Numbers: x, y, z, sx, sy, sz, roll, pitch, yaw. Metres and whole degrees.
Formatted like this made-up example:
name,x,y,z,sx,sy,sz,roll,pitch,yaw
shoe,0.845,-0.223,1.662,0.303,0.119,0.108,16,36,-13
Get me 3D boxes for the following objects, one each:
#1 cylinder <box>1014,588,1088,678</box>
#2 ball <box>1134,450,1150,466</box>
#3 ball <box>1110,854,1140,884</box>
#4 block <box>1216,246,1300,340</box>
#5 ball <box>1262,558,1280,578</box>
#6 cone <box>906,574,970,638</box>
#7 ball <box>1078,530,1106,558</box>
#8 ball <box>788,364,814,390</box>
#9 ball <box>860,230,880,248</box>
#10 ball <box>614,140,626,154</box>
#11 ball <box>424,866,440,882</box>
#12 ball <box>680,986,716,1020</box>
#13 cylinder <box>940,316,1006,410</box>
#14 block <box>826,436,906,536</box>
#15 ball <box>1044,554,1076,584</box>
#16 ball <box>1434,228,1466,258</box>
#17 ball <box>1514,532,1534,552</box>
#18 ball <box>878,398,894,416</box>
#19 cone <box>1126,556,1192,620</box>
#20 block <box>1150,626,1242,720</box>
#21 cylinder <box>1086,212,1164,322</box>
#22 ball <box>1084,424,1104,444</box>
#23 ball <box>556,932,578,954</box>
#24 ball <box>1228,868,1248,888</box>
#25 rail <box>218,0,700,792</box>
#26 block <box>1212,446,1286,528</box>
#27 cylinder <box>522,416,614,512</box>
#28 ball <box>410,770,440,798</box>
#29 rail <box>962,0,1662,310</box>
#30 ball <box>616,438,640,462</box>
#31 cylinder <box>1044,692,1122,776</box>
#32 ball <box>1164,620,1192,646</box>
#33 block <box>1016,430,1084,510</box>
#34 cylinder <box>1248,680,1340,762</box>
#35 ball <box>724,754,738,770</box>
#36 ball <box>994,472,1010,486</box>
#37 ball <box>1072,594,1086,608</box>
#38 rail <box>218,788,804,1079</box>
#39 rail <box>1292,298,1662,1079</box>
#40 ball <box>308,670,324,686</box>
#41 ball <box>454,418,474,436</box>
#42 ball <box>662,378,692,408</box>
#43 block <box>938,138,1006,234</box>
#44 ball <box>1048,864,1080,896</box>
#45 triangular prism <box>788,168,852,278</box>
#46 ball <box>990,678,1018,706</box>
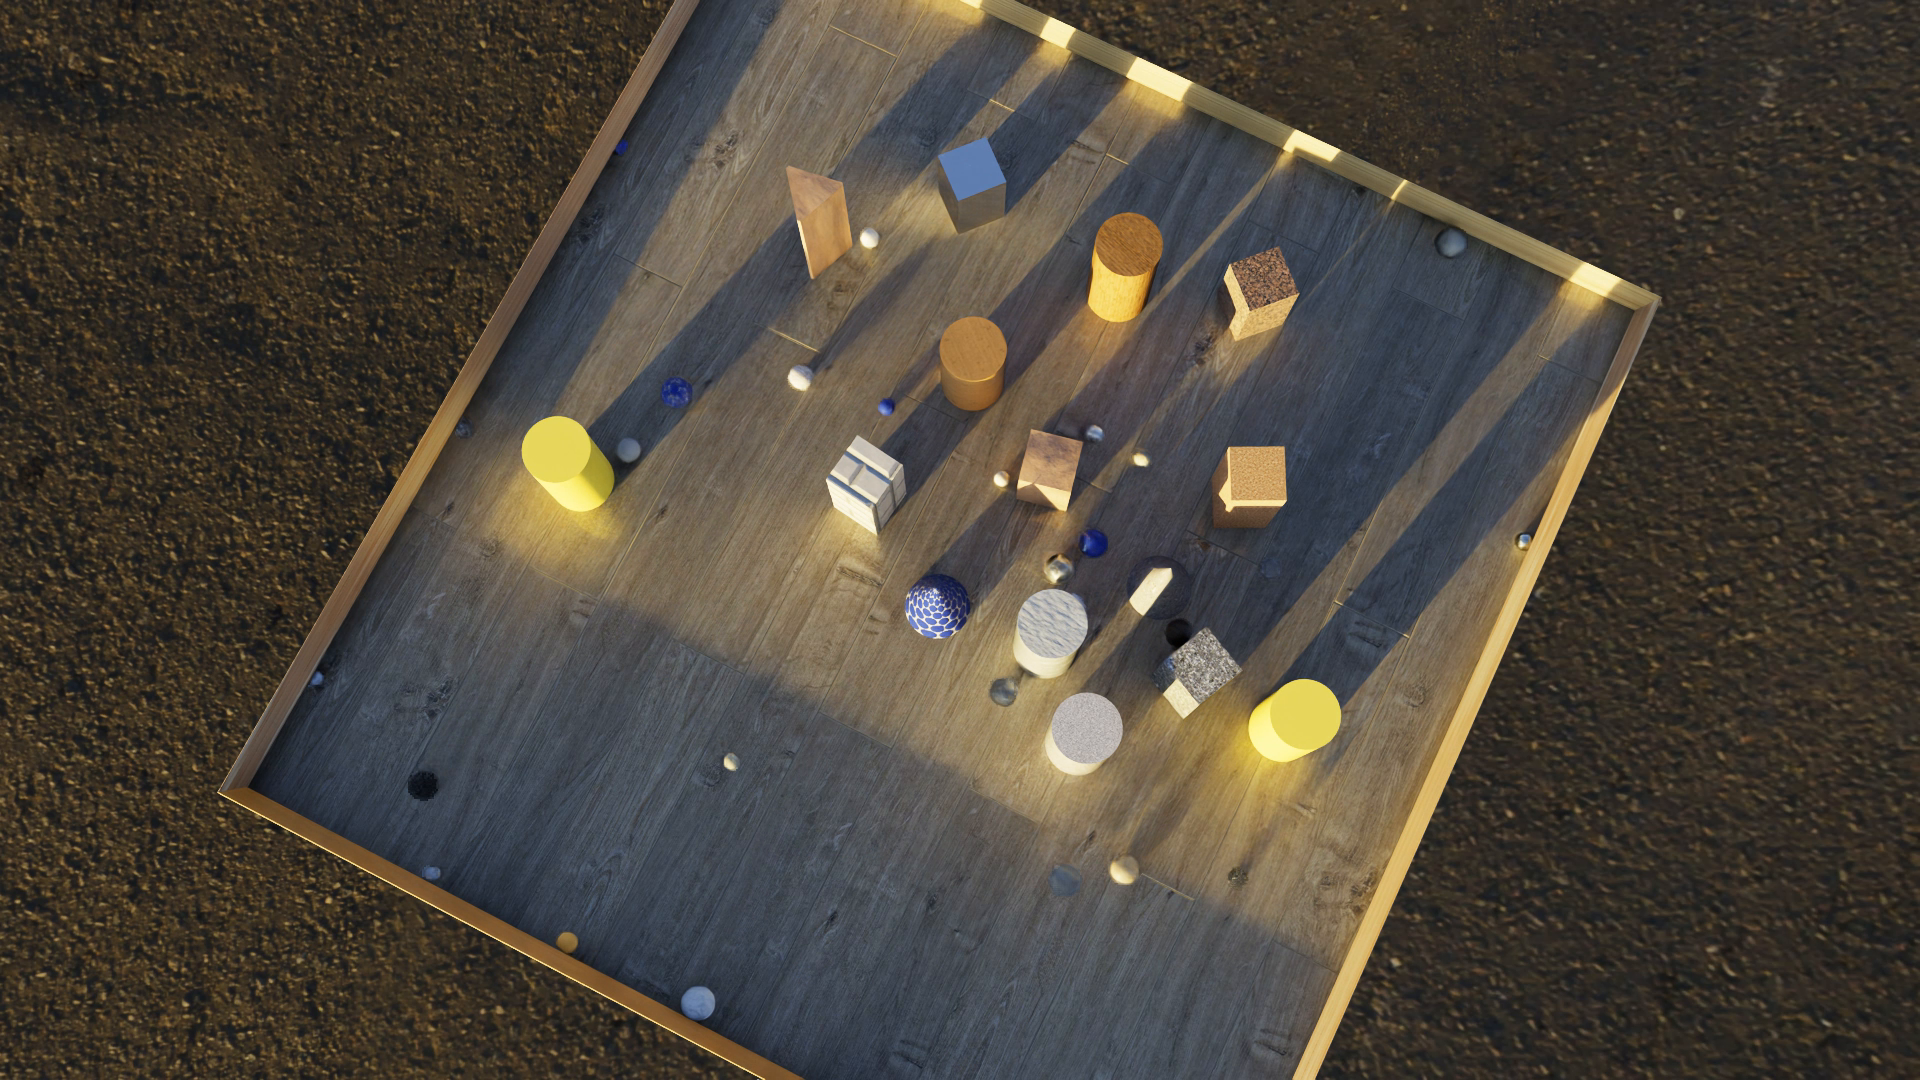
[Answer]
name,x,y,z,sx,sy,sz,roll,pitch,yaw
cylinder,0.260,0.278,5.344,0.199,0.421,0.199,0,78,0
ball,0.562,-0.250,5.643,0.050,0.050,0.050,0,78,0
ball,0.484,0.964,5.374,0.085,0.085,0.085,0,78,0
block,0.911,-0.752,5.625,0.159,0.289,0.159,-20,79,-4
ball,0.946,0.085,5.569,0.059,0.059,0.059,0,78,0
cone,-0.067,0.170,5.424,0.199,0.309,0.199,0,78,0
ball,0.403,0.010,5.571,0.086,0.086,0.086,0,78,0
ball,-0.492,-0.506,5.683,0.076,0.076,0.076,0,78,0
ball,-0.283,-0.951,5.783,0.059,0.059,0.059,0,78,0
ball,-1.086,-1.254,5.854,0.043,0.043,0.043,0,78,0
ball,-1.553,0.983,5.390,0.046,0.046,0.046,0,78,0
ball,-0.756,1.337,5.289,0.099,0.099,0.099,0,78,0
cylinder,0.039,-0.531,5.561,0.199,0.325,0.199,0,78,0
block,-0.276,-0.159,5.465,0.159,0.361,0.159,34,80,7
ball,0.303,0.087,5.552,0.092,0.092,0.092,0,78,0
ball,1.541,-0.934,5.761,0.096,0.096,0.096,0,78,0
ball,1.721,0.005,5.585,0.059,0.059,0.059,0,78,0
ball,-0.227,-0.411,5.675,0.052,0.052,0.052,0,78,0
cone,0.607,0.113,5.432,0.199,0.316,0.199,0,78,0
block,0.684,0.392,5.346,0.159,0.372,0.159,-37,81,-7
cylinder,0.496,-0.824,5.576,0.199,0.415,0.199,0,78,0
ball,0.414,-0.328,5.655,0.058,0.058,0.058,0,78,0
ball,-1.144,1.175,5.342,0.062,0.062,0.062,0,78,0
ball,0.816,0.992,5.381,0.060,0.060,0.060,0,78,0
rail,-1.405,-0.681,5.691,0.045,0.129,3.288,26,80,5
block,0.857,-0.153,5.455,0.159,0.378,0.159,0,78,0
cylinder,-1.166,-0.223,5.473,0.199,0.371,0.199,0,78,0
ball,-1.585,0.723,5.425,0.083,0.083,0.083,0,78,0
rail,0.725,-1.412,5.842,3.190,0.129,0.045,26,80,5
ball,-1.020,-0.276,5.636,0.074,0.074,0.074,0,78,0
cylinder,0.354,0.564,5.295,0.199,0.401,0.199,0,78,0
ball,0.658,0.280,5.517,0.081,0.081,0.081,0,78,0
block,0.269,-0.209,5.533,0.159,0.249,0.159,14,79,3
cylinder,0.966,0.527,5.312,0.199,0.384,0.199,0,78,0
ball,-0.682,0.659,5.457,0.046,0.046,0.046,0,78,0
ball,0.130,-0.188,5.632,0.047,0.047,0.047,0,78,0
ball,0.343,0.198,5.540,0.070,0.070,0.070,0,78,0
rail,-0.725,1.426,5.254,3.190,0.129,0.045,26,80,5
rail,1.405,0.695,5.406,0.045,0.129,3.288,26,80,5
ball,-1.935,0.416,5.507,0.045,0.045,0.045,0,78,0
ball,-1.531,-0.348,5.658,0.060,0.060,0.060,0,78,0
ball,-0.873,-0.455,5.662,0.095,0.095,0.095,0,78,0
block,0.037,-1.098,5.700,0.159,0.281,0.159,-22,79,-5
ball,0.305,0.995,5.365,0.090,0.090,0.090,0,78,0
triangular prism,-0.454,-0.984,5.571,0.172,0.489,0.149,-42,81,-8
ball,0.132,0.455,5.479,0.086,0.086,0.086,0,78,0
